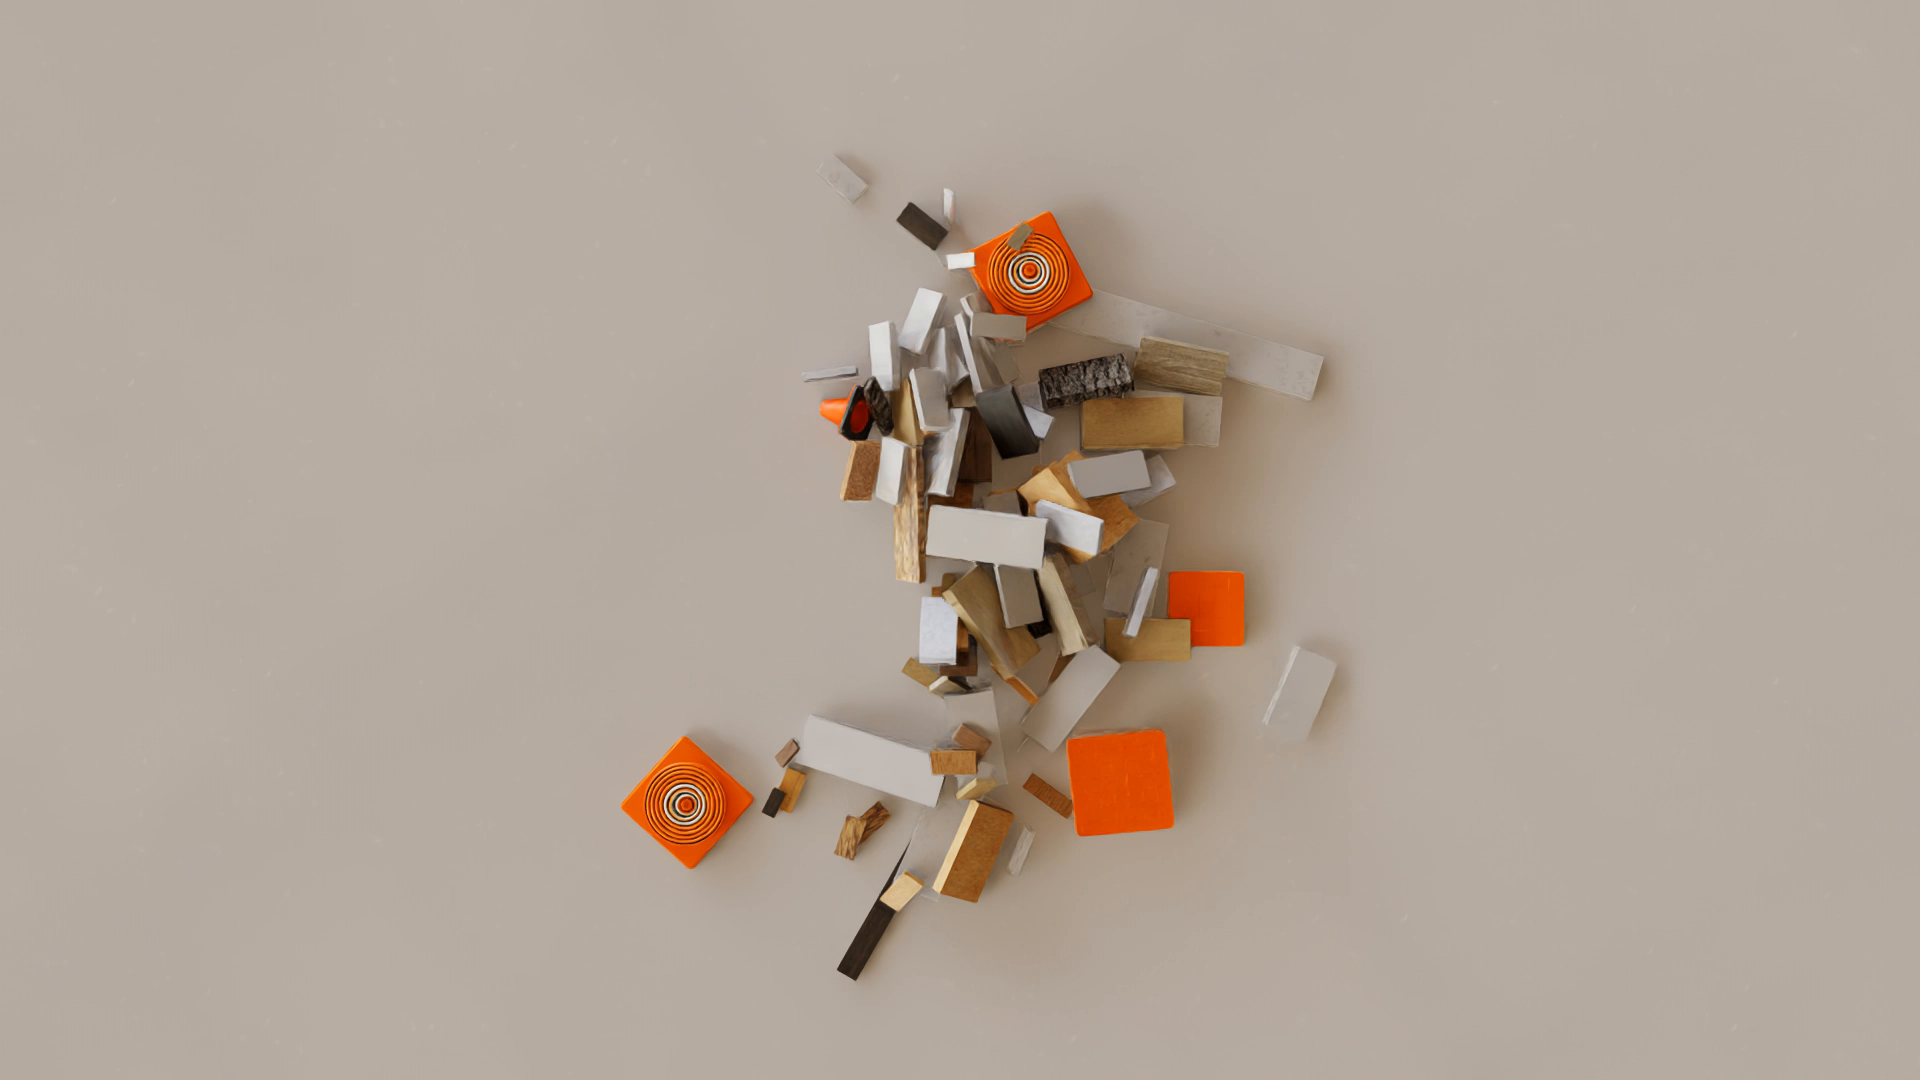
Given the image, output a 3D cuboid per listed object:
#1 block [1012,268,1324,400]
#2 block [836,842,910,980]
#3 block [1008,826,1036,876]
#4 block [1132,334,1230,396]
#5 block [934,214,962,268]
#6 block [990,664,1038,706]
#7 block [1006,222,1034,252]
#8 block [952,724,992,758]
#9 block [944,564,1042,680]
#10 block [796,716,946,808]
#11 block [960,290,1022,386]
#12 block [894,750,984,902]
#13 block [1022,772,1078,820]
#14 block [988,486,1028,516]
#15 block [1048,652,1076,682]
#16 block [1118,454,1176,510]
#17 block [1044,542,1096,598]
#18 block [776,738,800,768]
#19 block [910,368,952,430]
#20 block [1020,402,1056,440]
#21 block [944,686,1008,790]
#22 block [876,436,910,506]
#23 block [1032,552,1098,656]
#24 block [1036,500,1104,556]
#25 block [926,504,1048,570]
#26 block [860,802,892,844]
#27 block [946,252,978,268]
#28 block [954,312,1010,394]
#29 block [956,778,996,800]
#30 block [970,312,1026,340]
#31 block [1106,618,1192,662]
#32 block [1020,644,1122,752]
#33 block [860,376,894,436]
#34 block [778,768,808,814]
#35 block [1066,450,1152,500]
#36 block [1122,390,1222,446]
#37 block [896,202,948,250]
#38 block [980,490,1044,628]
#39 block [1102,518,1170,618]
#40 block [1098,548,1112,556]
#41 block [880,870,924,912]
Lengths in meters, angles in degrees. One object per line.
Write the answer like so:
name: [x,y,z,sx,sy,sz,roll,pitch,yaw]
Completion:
block: [0.688,-0.683,5.479,1.037,0.041,0.145,16,90,0]
block: [-0.204,1.144,5.489,0.075,0.021,0.700,30,90,0]
block: [0.203,1.029,5.462,0.021,0.074,0.148,23,90,-12]
block: [0.728,-0.576,5.445,0.291,0.041,0.145,12,115,2]
block: [-0.058,-0.997,5.489,0.080,0.023,0.159,-26,90,0]
block: [0.180,0.471,5.453,0.187,0.094,0.027,42,90,0]
block: [0.196,-0.992,5.399,0.045,0.013,0.091,35,89,2]
block: [0.039,0.652,5.350,0.115,0.016,0.058,34,98,-7]
block: [0.106,0.268,5.403,0.163,0.046,0.349,-40,96,-38]
block: [-0.287,0.730,5.442,0.488,0.045,0.159,17,89,8]
block: [0.103,-0.668,5.439,0.088,0.025,0.313,-32,101,-39]
block: [-0.046,0.931,5.456,0.160,0.045,0.505,24,90,0]
block: [0.299,0.853,5.492,0.182,0.016,0.058,36,90,0]
block: [0.179,-0.044,5.464,0.127,0.036,0.255,-10,90,-17]
block: [0.373,0.399,5.487,0.094,0.027,0.187,22,90,0]
block: [0.584,-0.176,5.462,0.238,0.034,0.119,-28,68,0]
block: [0.346,0.074,5.463,0.127,0.036,0.255,-21,90,-18]
block: [-0.572,0.707,5.470,0.092,0.013,0.046,-49,56,16]
block: [-0.095,-0.457,5.362,0.102,0.029,0.204,-1,70,-31]
block: [0.234,-0.398,5.446,0.154,0.022,0.077,27,103,25]
block: [0.051,0.649,5.381,0.160,0.045,0.320,-9,101,0]
block: [-0.219,-0.224,5.388,0.102,0.029,0.204,25,115,40]
block: [0.334,0.211,5.387,0.045,0.159,0.319,-20,85,-31]
block: [0.350,-0.041,5.300,0.230,0.033,0.115,20,123,26]
block: [0.086,-0.010,5.339,0.382,0.045,0.158,7,103,9]
block: [-0.301,0.940,5.490,0.137,0.019,0.068,-41,90,0]
block: [0.006,-0.922,5.439,0.108,0.013,0.045,3,106,36]
block: [0.081,-0.595,5.445,0.127,0.036,0.323,-15,90,-40]
block: [0.054,0.808,5.354,0.074,0.148,0.021,4,62,-26]
block: [0.126,-0.699,5.395,0.181,0.022,0.077,3,94,-11]
block: [0.623,0.330,5.454,0.278,0.039,0.139,0,92,10]
block: [0.364,0.515,5.446,0.139,0.039,0.367,38,92,4]
block: [-0.267,-0.437,5.421,0.025,0.088,0.176,-12,119,26]
block: [-0.568,0.833,5.490,0.068,0.019,0.137,23,90,0]
block: [0.486,-0.209,5.373,0.254,0.036,0.127,-10,78,-15]
block: [0.699,-0.405,5.477,0.327,0.046,0.163,5,90,0]
block: [-0.125,-1.041,5.466,0.159,0.023,0.080,39,102,6]
block: [0.169,0.064,5.407,0.119,0.034,0.436,-11,88,-18]
block: [0.584,0.088,5.478,0.158,0.045,0.317,11,90,0]
block: [0.455,0.029,5.477,0.092,0.013,0.046,1,77,-15]
block: [-0.191,1.156,5.428,0.075,0.021,0.149,36,119,-7]
